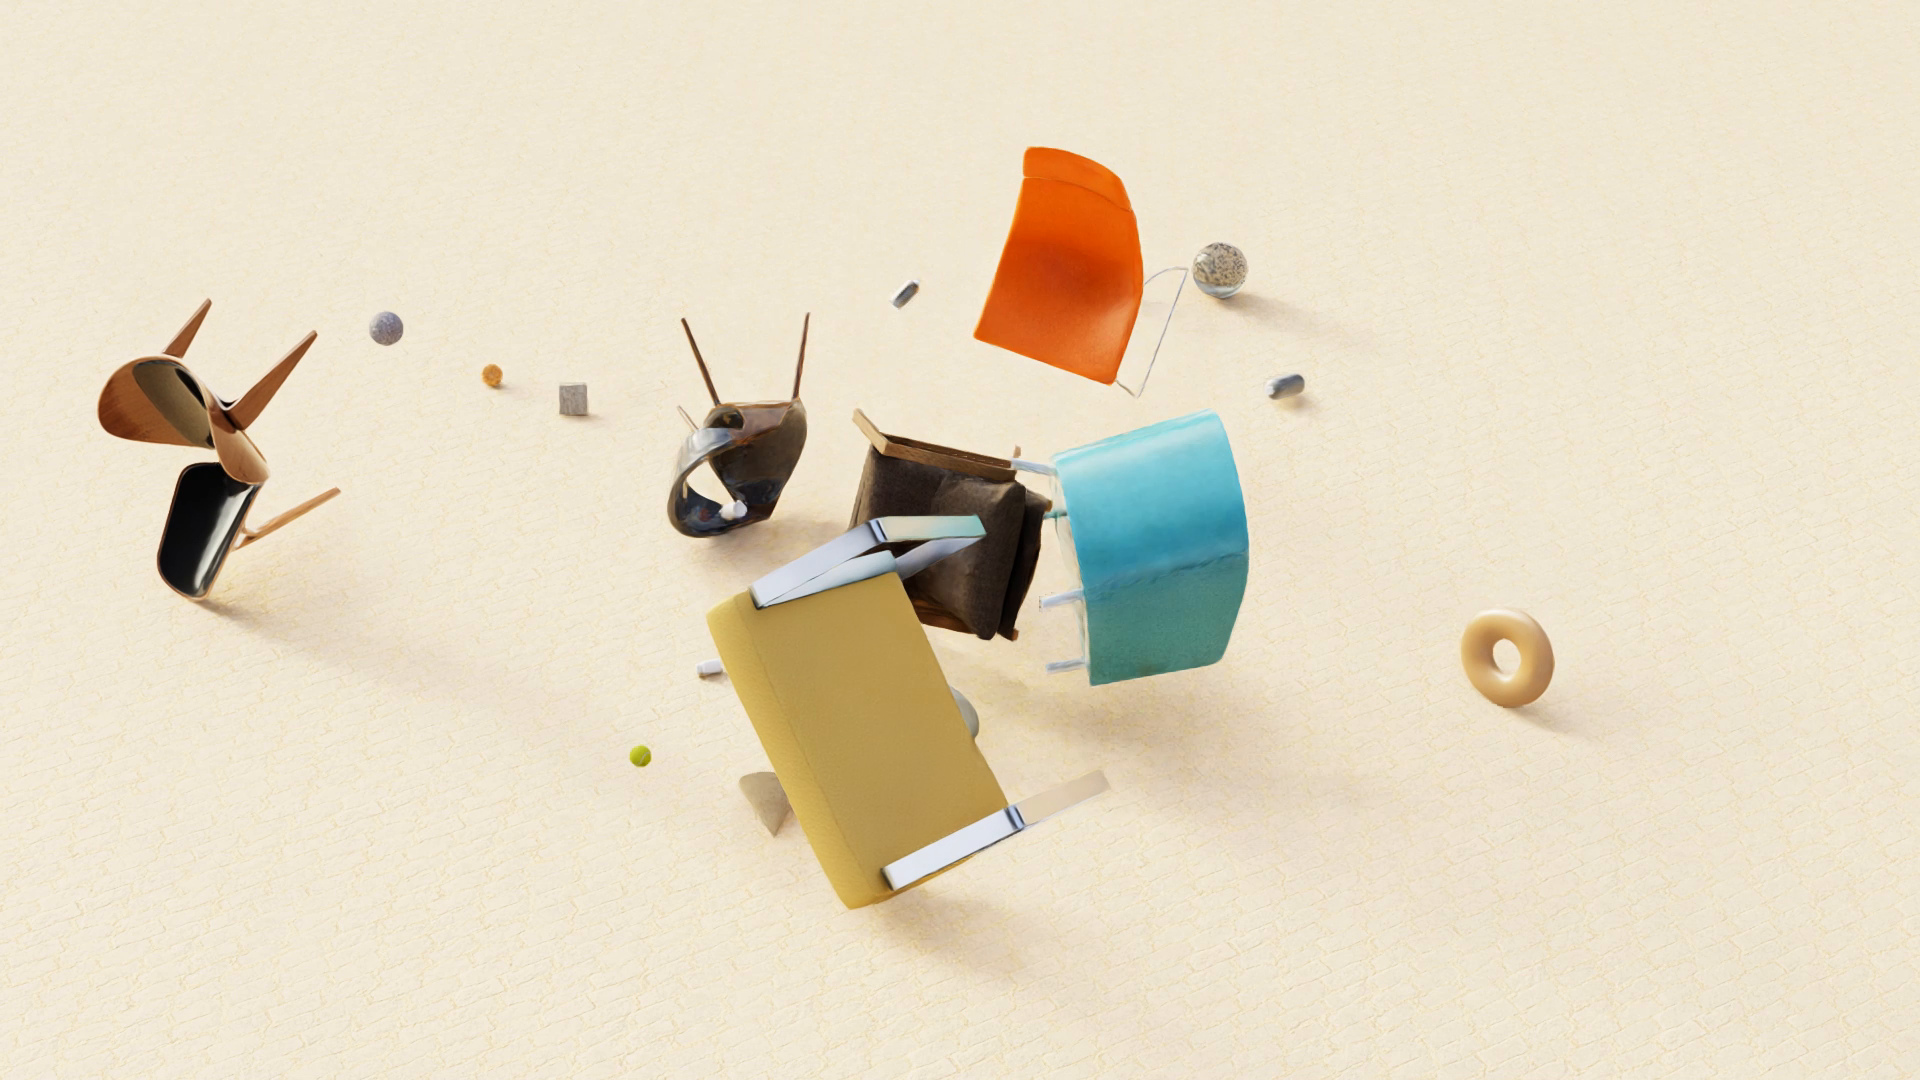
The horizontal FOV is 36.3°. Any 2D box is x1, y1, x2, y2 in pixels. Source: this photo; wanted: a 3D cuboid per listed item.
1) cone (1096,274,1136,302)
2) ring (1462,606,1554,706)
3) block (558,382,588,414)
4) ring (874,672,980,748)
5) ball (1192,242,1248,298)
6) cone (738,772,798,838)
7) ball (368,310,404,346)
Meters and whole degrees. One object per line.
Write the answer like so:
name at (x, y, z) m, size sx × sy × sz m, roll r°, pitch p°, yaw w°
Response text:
cone at (0.680, -1.055, 12.485) m, size 0.181 × 0.094 × 0.188 m, roll -19°, pitch -7°, yaw -11°
ring at (1.872, 0.397, 10.035) m, size 0.075 × 0.349 × 0.407 m, roll -9°, pitch 10°, yaw -37°
block at (-1.539, -0.563, 11.682) m, size 0.109 × 0.119 × 0.049 m, roll -1°, pitch 14°, yaw -1°
ring at (-0.114, 0.574, 9.901) m, size 0.393 × 0.225 × 0.050 m, roll 23°, pitch 6°, yaw 13°
ball at (1.106, -1.148, 12.468) m, size 0.240 × 0.240 × 0.240 m, roll 0°, pitch 33°, yaw 0°
cone at (-0.614, 0.882, 9.541) m, size 0.204 × 0.140 × 0.215 m, roll 8°, pitch 50°, yaw -22°
ball at (-2.239, -0.826, 11.443) m, size 0.136 × 0.136 × 0.136 m, roll 0°, pitch 33°, yaw 0°
